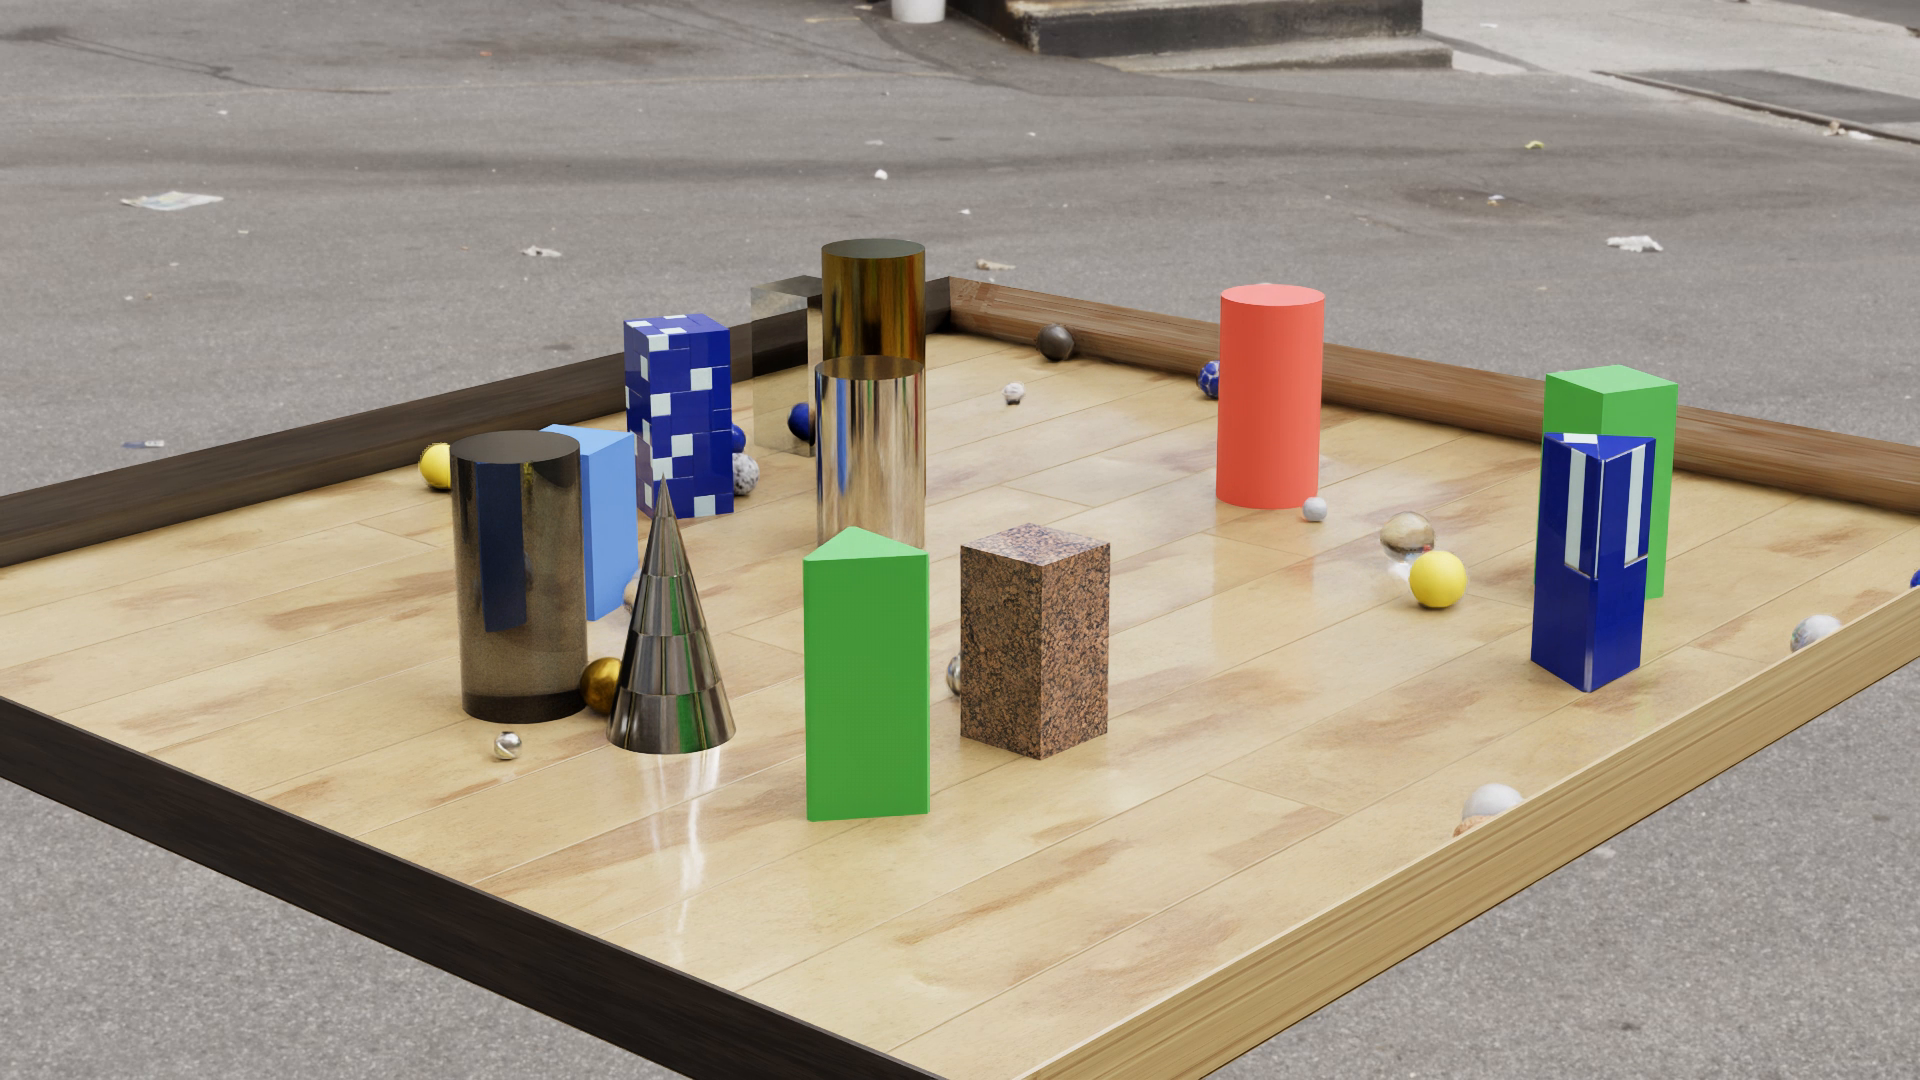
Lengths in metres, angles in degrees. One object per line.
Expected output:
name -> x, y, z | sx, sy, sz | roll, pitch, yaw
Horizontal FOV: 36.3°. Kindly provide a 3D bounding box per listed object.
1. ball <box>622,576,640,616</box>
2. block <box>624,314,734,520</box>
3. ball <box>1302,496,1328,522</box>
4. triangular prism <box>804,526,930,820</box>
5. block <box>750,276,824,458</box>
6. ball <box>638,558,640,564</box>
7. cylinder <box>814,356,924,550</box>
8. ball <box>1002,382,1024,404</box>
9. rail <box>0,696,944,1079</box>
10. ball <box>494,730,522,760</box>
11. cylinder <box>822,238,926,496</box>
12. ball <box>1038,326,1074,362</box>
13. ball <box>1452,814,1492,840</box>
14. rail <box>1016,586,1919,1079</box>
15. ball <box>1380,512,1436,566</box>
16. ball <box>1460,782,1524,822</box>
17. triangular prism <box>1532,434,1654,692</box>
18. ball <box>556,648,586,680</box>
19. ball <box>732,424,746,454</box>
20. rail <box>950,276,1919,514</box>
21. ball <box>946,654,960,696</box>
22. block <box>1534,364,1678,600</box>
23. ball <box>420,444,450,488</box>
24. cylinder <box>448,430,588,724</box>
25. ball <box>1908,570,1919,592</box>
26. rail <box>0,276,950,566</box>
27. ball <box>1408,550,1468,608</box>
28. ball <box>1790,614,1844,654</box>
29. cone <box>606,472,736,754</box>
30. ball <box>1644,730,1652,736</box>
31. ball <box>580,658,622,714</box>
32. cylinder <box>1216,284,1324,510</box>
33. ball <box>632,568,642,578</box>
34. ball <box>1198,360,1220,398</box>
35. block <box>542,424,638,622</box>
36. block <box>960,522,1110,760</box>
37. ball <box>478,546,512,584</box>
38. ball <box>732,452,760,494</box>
ball -> -0.533, 0.099, 4.986 | 0.081, 0.081, 0.081 | 0, 17, 0
block -> -0.539, -0.236, 5.618 | 0.159, 0.359, 0.159 | -7, 18, -23
ball -> 0.674, -0.059, 5.569 | 0.048, 0.048, 0.048 | 0, 17, 0
triangular prism -> -0.141, 0.186, 4.168 | 0.172, 0.385, 0.149 | -3, 17, -10
block -> -0.317, -0.361, 6.071 | 0.159, 0.336, 0.159 | 14, 22, 38
ball -> -0.595, 0.039, 5.257 | 0.040, 0.040, 0.040 | 0, 17, 0
cylinder -> -0.165, -0.152, 5.376 | 0.199, 0.337, 0.199 | 0, 17, 0
ball -> 0.117, -0.324, 6.448 | 0.047, 0.047, 0.047 | 0, 17, 0
rail -> -1.023, 0.372, 3.991 | 2.823, 0.129, 0.045 | 14, 22, 39
ball -> -0.674, 0.305, 4.368 | 0.042, 0.042, 0.042 | 0, 17, 0
cylinder -> -0.166, -0.324, 5.680 | 0.199, 0.490, 0.199 | 0, 17, 0
ball -> 0.223, -0.458, 6.832 | 0.082, 0.082, 0.082 | 0, 17, 0
ball -> 0.703, 0.410, 3.956 | 0.079, 0.079, 0.079 | 0, 17, 0
rail -> 1.048, 0.295, 4.249 | 0.045, 0.129, 3.170 | 14, 22, 39
ball -> 0.808, -0.003, 5.294 | 0.098, 0.098, 0.098 | 0, 17, 0
ball -> 0.735, 0.380, 4.032 | 0.092, 0.092, 0.092 | 0, 17, 0
triangular prism -> 0.993, 0.026, 4.704 | 0.149, 0.383, 0.172 | 14, 22, 38
ball -> -0.625, 0.199, 4.707 | 0.050, 0.050, 0.050 | 0, 17, 0
ball -> -0.476, -0.202, 5.994 | 0.077, 0.077, 0.077 | 0, 17, 0
rail -> 1.023, -0.308, 6.248 | 2.823, 0.129, 0.045 | 14, 22, 39
ball -> 0.015, 0.213, 4.617 | 0.076, 0.076, 0.076 | 0, 17, 0
block -> 1.123, -0.094, 5.105 | 0.159, 0.383, 0.159 | -8, 19, -25
ball -> -1.019, -0.145, 5.784 | 0.088, 0.088, 0.088 | 0, 17, 0
cylinder -> -0.682, 0.056, 4.549 | 0.199, 0.416, 0.199 | 0, 17, 0
ball -> 1.673, 0.083, 5.041 | 0.079, 0.079, 0.079 | 0, 17, 0
rail -> -1.048, -0.230, 5.991 | 0.045, 0.129, 3.170 | 14, 22, 39
ball -> 0.825, 0.068, 5.057 | 0.100, 0.100, 0.100 | 0, 17, 0
ball -> 1.389, 0.168, 4.732 | 0.095, 0.095, 0.095 | 0, 17, 0
cone -> -0.442, 0.095, 4.423 | 0.199, 0.413, 0.199 | 0, 17, 0
ball -> 1.029, 0.311, 4.303 | 0.069, 0.069, 0.069 | 0, 17, 0
ball -> -0.546, 0.226, 4.551 | 0.088, 0.088, 0.088 | 0, 17, 0
cylinder -> 0.601, -0.279, 5.688 | 0.199, 0.400, 0.199 | 0, 17, 0
ball -> -0.542, 0.077, 5.096 | 0.060, 0.060, 0.060 | 0, 17, 0
ball -> 0.570, -0.356, 6.492 | 0.084, 0.084, 0.084 | 0, 17, 0
block -> -0.665, -0.031, 5.051 | 0.159, 0.293, 0.159 | 7, 18, 21
block -> 0.113, 0.151, 4.428 | 0.159, 0.304, 0.159 | 14, 22, 39
ball -> -0.823, 0.044, 5.195 | 0.066, 0.066, 0.066 | 0, 17, 0
ball -> -0.433, -0.129, 5.742 | 0.082, 0.082, 0.082 | 0, 17, 0
